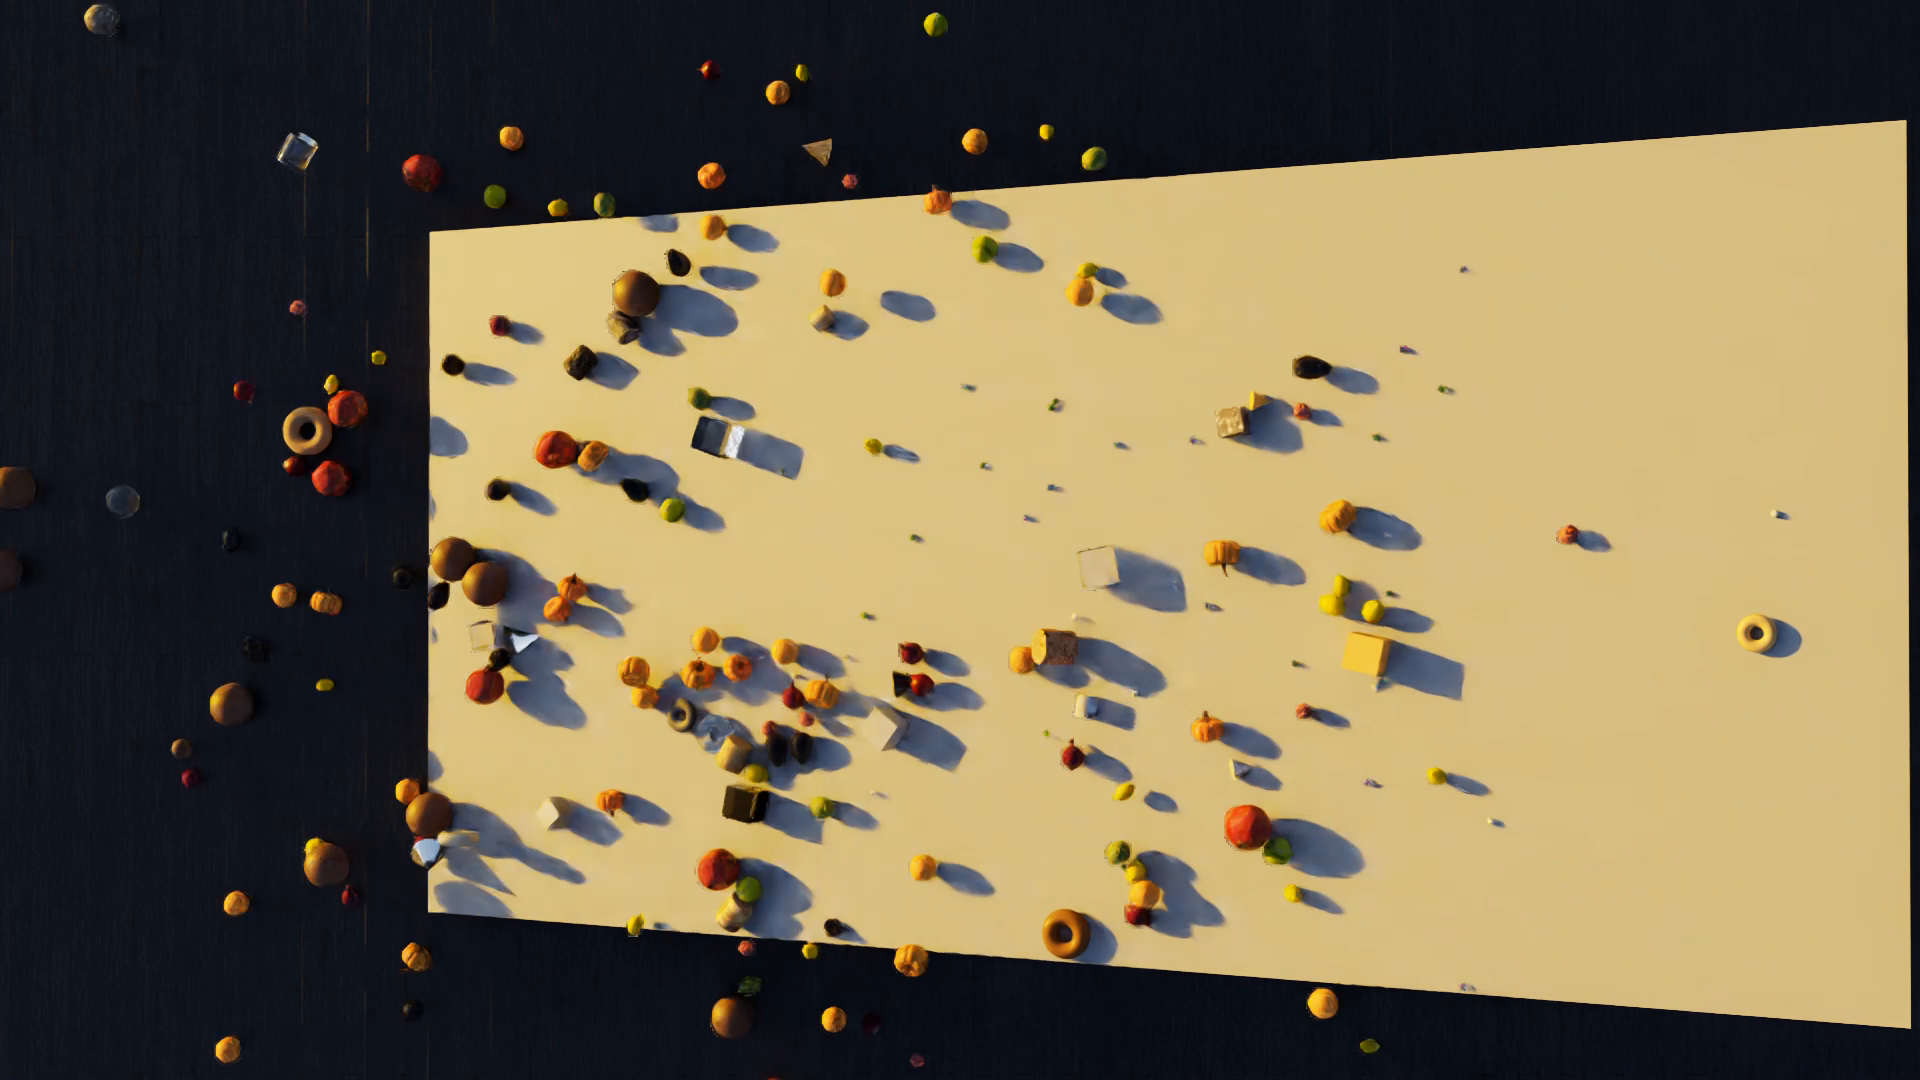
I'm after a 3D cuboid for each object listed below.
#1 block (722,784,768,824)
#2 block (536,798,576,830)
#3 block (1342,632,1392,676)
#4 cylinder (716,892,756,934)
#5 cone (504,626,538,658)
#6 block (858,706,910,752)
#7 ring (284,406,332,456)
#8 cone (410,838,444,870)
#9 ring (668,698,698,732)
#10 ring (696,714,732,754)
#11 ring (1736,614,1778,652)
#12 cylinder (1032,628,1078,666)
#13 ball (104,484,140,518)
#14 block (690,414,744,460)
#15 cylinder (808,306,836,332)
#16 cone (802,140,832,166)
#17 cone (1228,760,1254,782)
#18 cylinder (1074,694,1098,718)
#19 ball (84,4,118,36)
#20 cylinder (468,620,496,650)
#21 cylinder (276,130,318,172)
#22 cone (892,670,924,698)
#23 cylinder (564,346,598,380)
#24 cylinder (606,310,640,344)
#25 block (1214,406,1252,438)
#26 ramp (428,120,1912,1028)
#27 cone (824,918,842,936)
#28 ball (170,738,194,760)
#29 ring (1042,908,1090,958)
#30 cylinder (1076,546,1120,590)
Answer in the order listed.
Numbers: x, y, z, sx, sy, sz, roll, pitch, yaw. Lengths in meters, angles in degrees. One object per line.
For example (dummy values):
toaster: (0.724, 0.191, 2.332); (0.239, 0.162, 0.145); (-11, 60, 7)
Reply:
block: (-0.584, 0.716, 5.982); (0.085, 0.085, 0.085); (12, 94, 24)
block: (-1.148, 0.777, 6.236); (0.066, 0.066, 0.066); (-50, 62, 18)
block: (0.978, 0.273, 5.288); (0.087, 0.087, 0.087); (12, 94, 24)
cylinder: (-0.613, 1.016, 5.995); (0.079, 0.079, 0.079); (41, 106, 0)
cone: (-1.251, 0.284, 6.309); (0.095, 0.095, 0.095); (-12, 89, -3)
block: (-0.200, 0.498, 5.814); (0.083, 0.083, 0.083); (39, 104, 19)
ring: (-1.941, -0.325, 6.544); (0.149, 0.050, 0.149); (0, 91, 3)
cone: (-1.541, 0.932, 6.369); (0.096, 0.096, 0.096); (-6, 116, -12)
ring: (-0.770, 0.487, 6.097); (0.094, 0.031, 0.094); (-2, 85, 26)
ring: (-0.675, 0.534, 6.051); (0.113, 0.038, 0.113); (0, 91, 23)
ring: (1.796, 0.211, 4.955); (0.088, 0.029, 0.088); (2, 94, 26)
cylinder: (0.240, 0.272, 5.589); (0.089, 0.089, 0.089); (3, 89, -23)
ball: (-2.482, -0.115, 6.518); (0.098, 0.098, 0.098); (0, 89, 0)
block: (-0.664, -0.282, 6.025); (0.093, 0.093, 0.093); (21, 98, 23)
cylinder: (-0.371, -0.595, 5.920); (0.052, 0.052, 0.052); (-37, 89, 19)
cone: (-0.431, -1.160, 6.525); (0.083, 0.083, 0.083); (15, 89, -19)
cone: (0.702, 0.565, 5.442); (0.057, 0.057, 0.057); (-20, 89, 19)
cylinder: (0.322, 0.421, 5.596); (0.055, 0.055, 0.055); (7, 93, 0)
ball: (-2.555, -1.547, 6.538); (0.092, 0.092, 0.092); (0, 89, 0)
cylinder: (-1.377, 0.276, 6.344); (0.070, 0.070, 0.070); (-13, 79, 0)
cylinder: (-1.960, -1.150, 6.506); (0.088, 0.088, 0.088); (34, 106, 0)
cone: (-0.136, 0.377, 5.812); (0.081, 0.081, 0.081); (-7, 89, -3)
cylinder: (-1.074, -0.501, 6.223); (0.070, 0.070, 0.070); (-41, 89, 18)
cylinder: (-0.942, -0.597, 6.162); (0.070, 0.070, 0.070); (-34, 71, 0)
block: (0.675, -0.291, 5.442); (0.065, 0.065, 0.065); (-11, 85, 24)
ramp: (0.283, 0.083, 5.703); (4.000, 0.100, 2.000); (0, 89, 24)
cone: (-0.349, 1.053, 5.906); (0.053, 0.053, 0.053); (33, 132, 0)
ball: (-2.308, 0.620, 6.527); (0.064, 0.064, 0.064); (0, 89, 0)
ring: (0.271, 1.006, 5.620); (0.128, 0.043, 0.128); (0, 90, 23)
cylinder: (0.351, 0.070, 5.564); (0.096, 0.096, 0.096); (-10, 86, 0)
